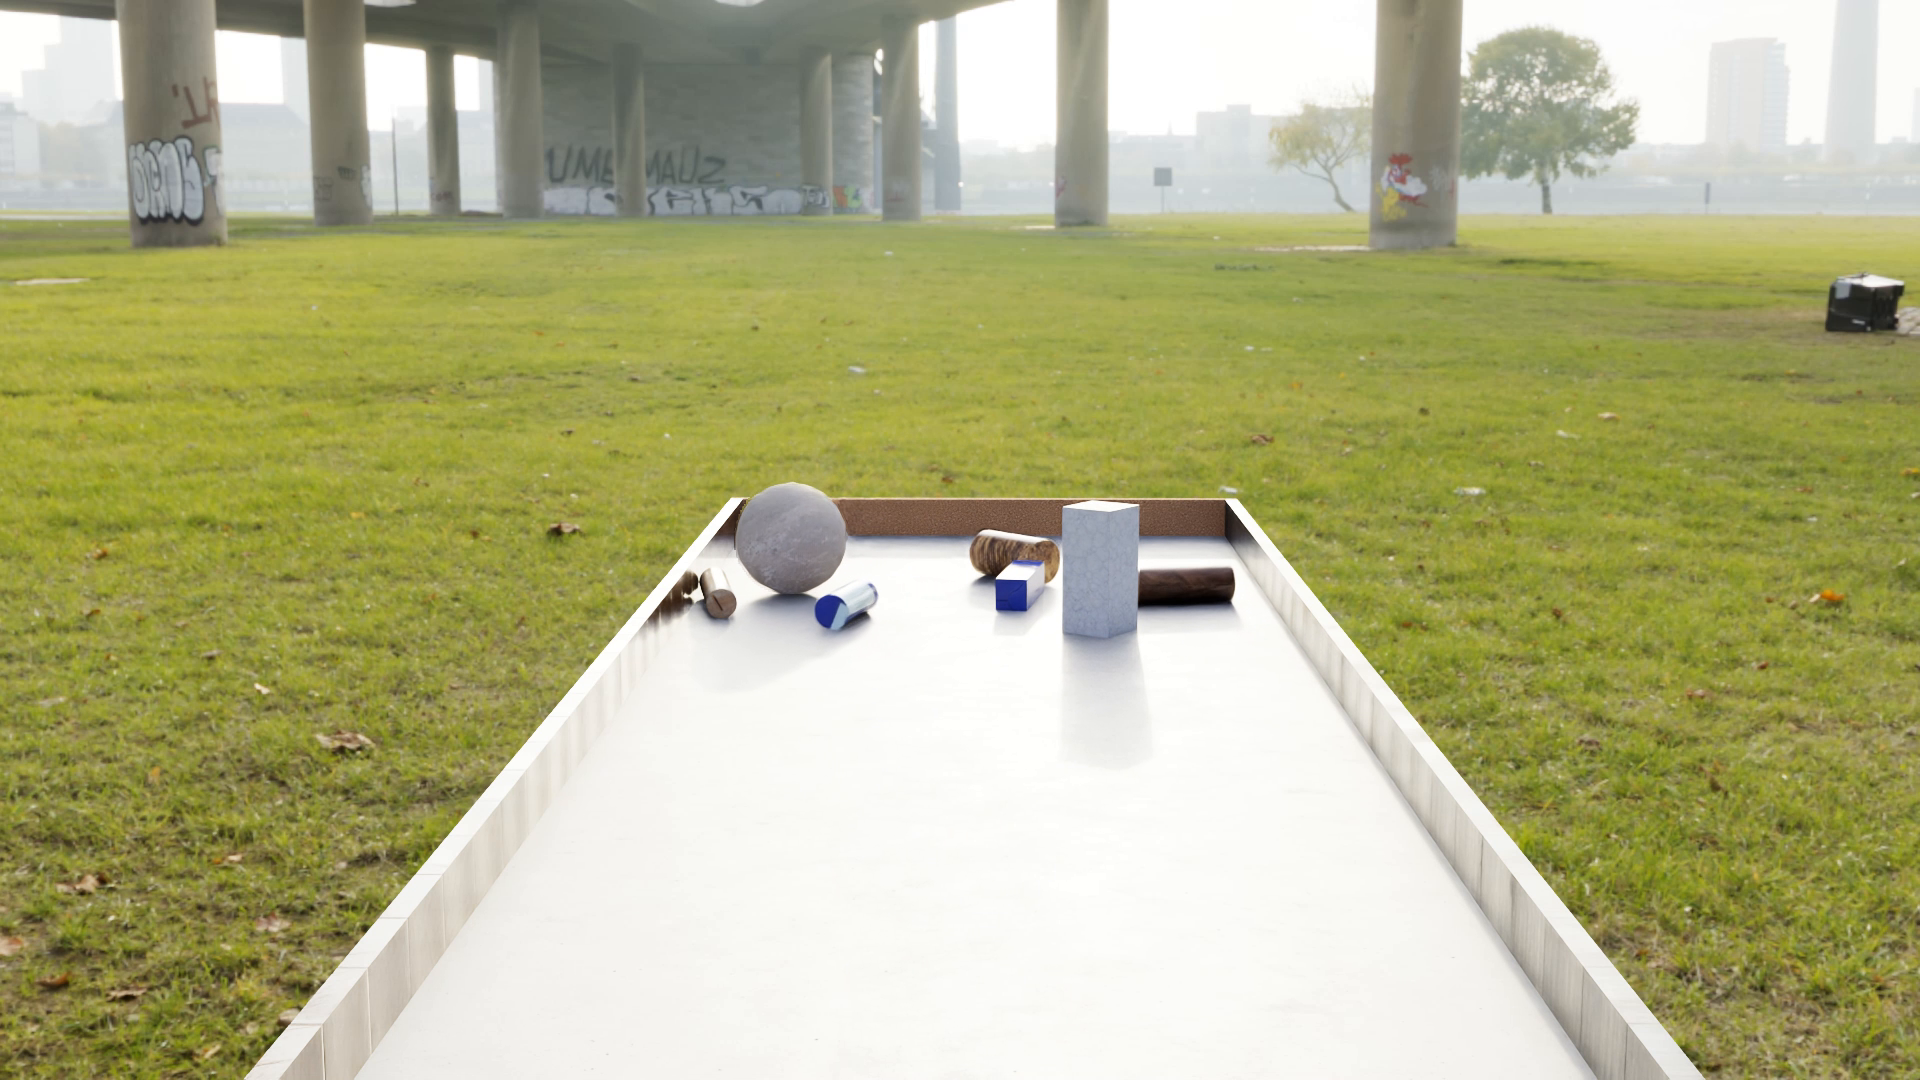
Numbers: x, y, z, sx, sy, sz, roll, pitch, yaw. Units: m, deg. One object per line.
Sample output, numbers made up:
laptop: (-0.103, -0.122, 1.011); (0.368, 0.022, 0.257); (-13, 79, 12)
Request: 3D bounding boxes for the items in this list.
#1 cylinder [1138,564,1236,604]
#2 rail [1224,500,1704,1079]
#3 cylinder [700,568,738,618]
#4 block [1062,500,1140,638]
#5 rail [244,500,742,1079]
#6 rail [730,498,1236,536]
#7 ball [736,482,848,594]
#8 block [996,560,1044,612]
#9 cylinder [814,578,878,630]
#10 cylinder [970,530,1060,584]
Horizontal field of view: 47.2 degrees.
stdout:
cylinder: (0.765, 0.154, 7.628); (0.357, 0.128, 0.128); (-2, 9, -12)
rail: (1.046, 0.843, 3.208); (0.050, 0.150, 12.000); (0, 9, 1)
cylinder: (-0.832, 0.180, 7.549); (0.102, 0.102, 0.430); (-2, 9, -10)
block: (0.454, 0.092, 7.120); (0.179, 0.409, 0.179); (6, 11, 35)
rail: (-1.004, 0.839, 3.234); (0.050, 0.150, 12.000); (0, 9, 1)
rail: (0.099, -0.098, 9.147); (2.100, 0.150, 0.050); (0, 9, 1)
ball: (-0.597, -0.006, 7.791); (0.394, 0.394, 0.394); (0, 9, 0)
block: (0.211, 0.157, 7.670); (0.109, 0.109, 0.386); (2, 9, 11)
cylinder: (-0.374, 0.211, 7.304); (0.116, 0.116, 0.308); (3, 9, 16)
cylinder: (0.200, 0.064, 8.078); (0.167, 0.167, 0.311); (-8, 12, -41)
